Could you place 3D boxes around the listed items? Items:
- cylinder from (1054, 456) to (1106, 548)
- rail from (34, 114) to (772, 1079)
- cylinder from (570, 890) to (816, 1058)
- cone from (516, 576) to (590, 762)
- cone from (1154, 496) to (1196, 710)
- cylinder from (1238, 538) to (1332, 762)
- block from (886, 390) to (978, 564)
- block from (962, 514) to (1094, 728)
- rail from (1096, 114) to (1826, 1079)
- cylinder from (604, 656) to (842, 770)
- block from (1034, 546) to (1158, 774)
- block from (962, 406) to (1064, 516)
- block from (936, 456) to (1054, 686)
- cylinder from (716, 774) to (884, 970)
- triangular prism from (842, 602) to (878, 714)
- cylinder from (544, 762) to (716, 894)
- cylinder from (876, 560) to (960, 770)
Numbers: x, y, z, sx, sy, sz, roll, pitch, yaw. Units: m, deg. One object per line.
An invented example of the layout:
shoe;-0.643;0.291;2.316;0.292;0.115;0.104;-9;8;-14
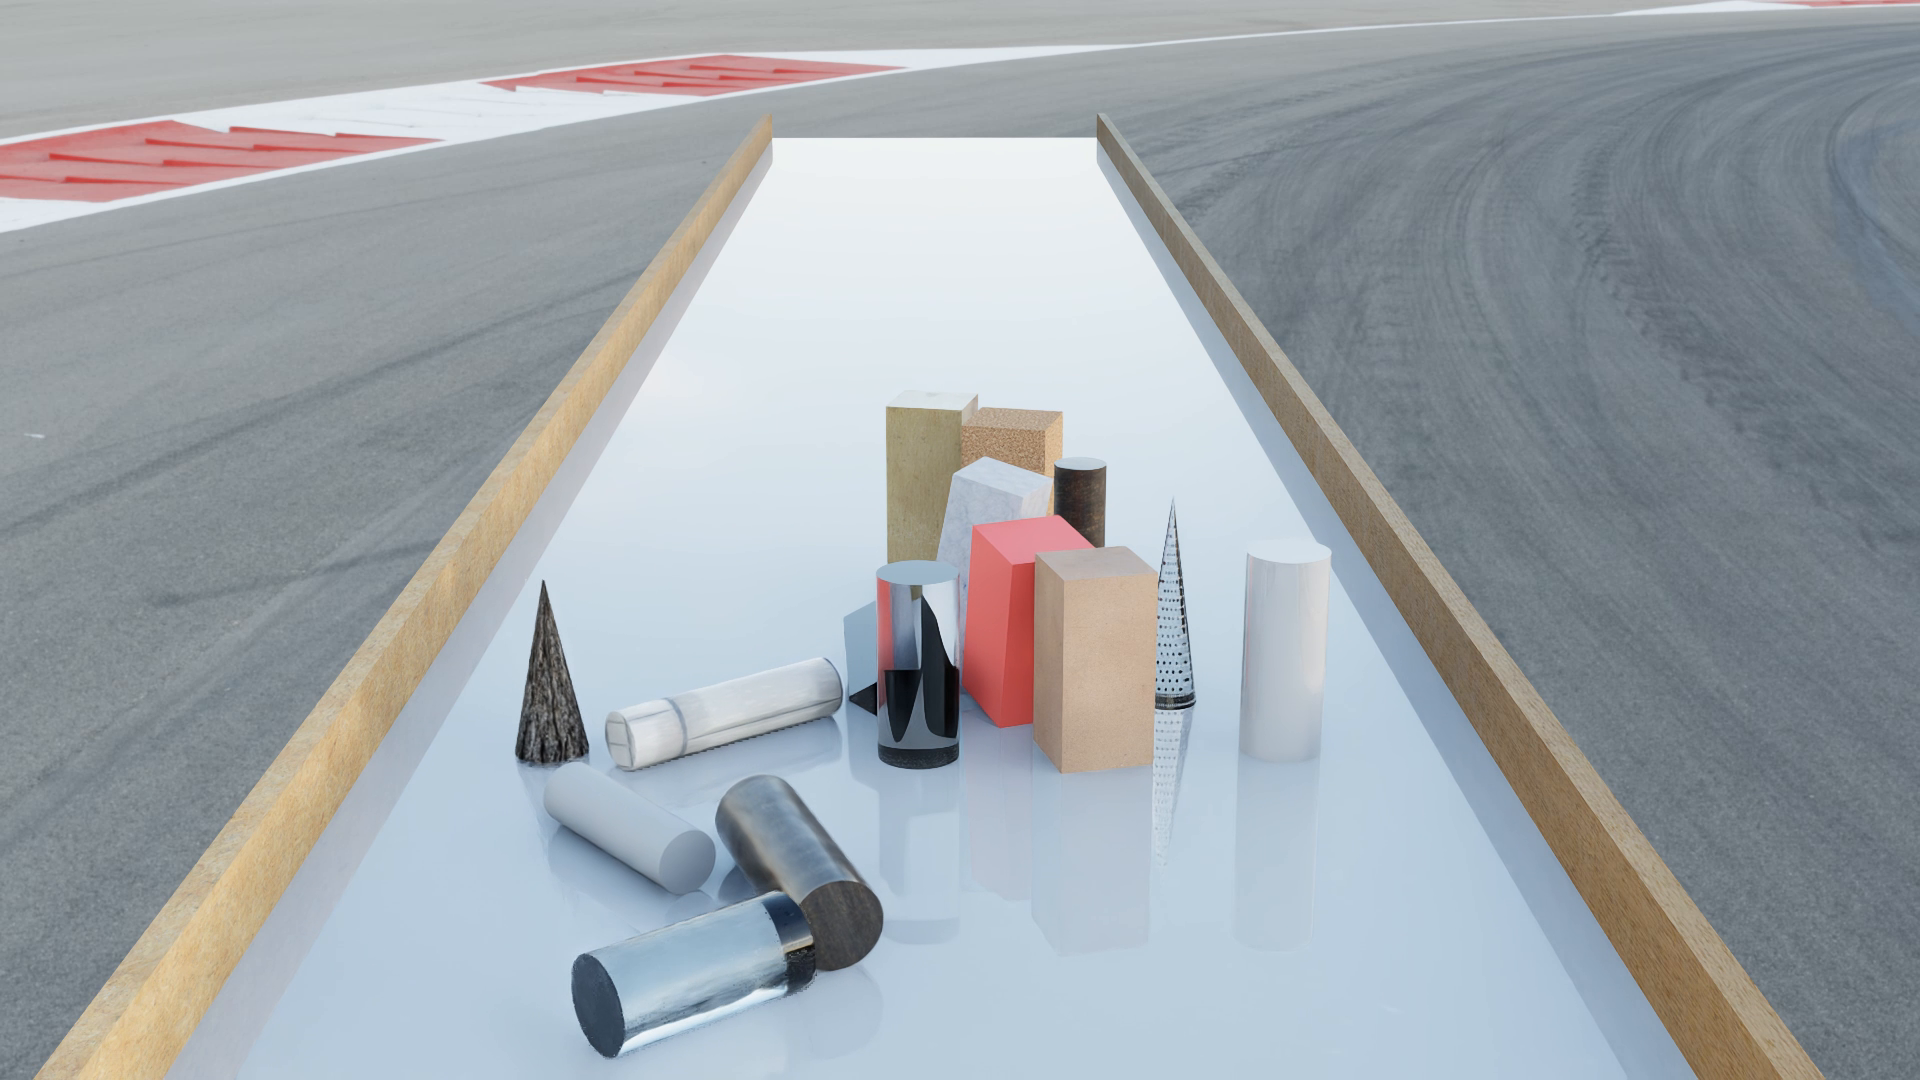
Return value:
cylinder;0.236;0.044;4.369;0.103;0.405;0.103;0;17;0
rail;-1.118;-0.838;7.780;0.050;0.150;12.000;0;17;-1
cylinder;-0.362;0.589;2.999;0.303;0.142;0.142;-13;21;-37
cone;-0.732;0.220;3.903;0.132;0.323;0.132;-1;12;0
cone;0.396;0.110;4.142;0.111;0.409;0.111;0;17;0
cylinder;0.577;0.196;3.917;0.149;0.370;0.149;0;17;0
block;-0.060;-0.107;4.857;0.168;0.416;0.168;4;17;12
block;0.130;0.150;4.096;0.177;0.334;0.177;-7;27;-23
rail;0.932;-0.844;7.801;0.050;0.150;12.000;0;17;-1
cylinder;-0.424;0.312;3.989;0.445;0.107;0.107;-13;21;-37
block;0.238;0.210;3.899;0.170;0.355;0.170;-4;17;-15
block;0.111;-0.051;4.656;0.177;0.424;0.177;4;17;14
block;0.046;0.066;4.249;0.147;0.409;0.147;19;22;19
cylinder;-0.249;0.494;3.319;0.140;0.140;0.415;-6;18;-20
triangular prism;-0.128;0.208;4.211;0.140;0.121;0.452;31;12;-12
cylinder;-0.531;0.456;3.511;0.104;0.104;0.356;-13;21;-38
cylinder;-0.074;0.220;3.890;0.146;0.340;0.146;0;17;0
